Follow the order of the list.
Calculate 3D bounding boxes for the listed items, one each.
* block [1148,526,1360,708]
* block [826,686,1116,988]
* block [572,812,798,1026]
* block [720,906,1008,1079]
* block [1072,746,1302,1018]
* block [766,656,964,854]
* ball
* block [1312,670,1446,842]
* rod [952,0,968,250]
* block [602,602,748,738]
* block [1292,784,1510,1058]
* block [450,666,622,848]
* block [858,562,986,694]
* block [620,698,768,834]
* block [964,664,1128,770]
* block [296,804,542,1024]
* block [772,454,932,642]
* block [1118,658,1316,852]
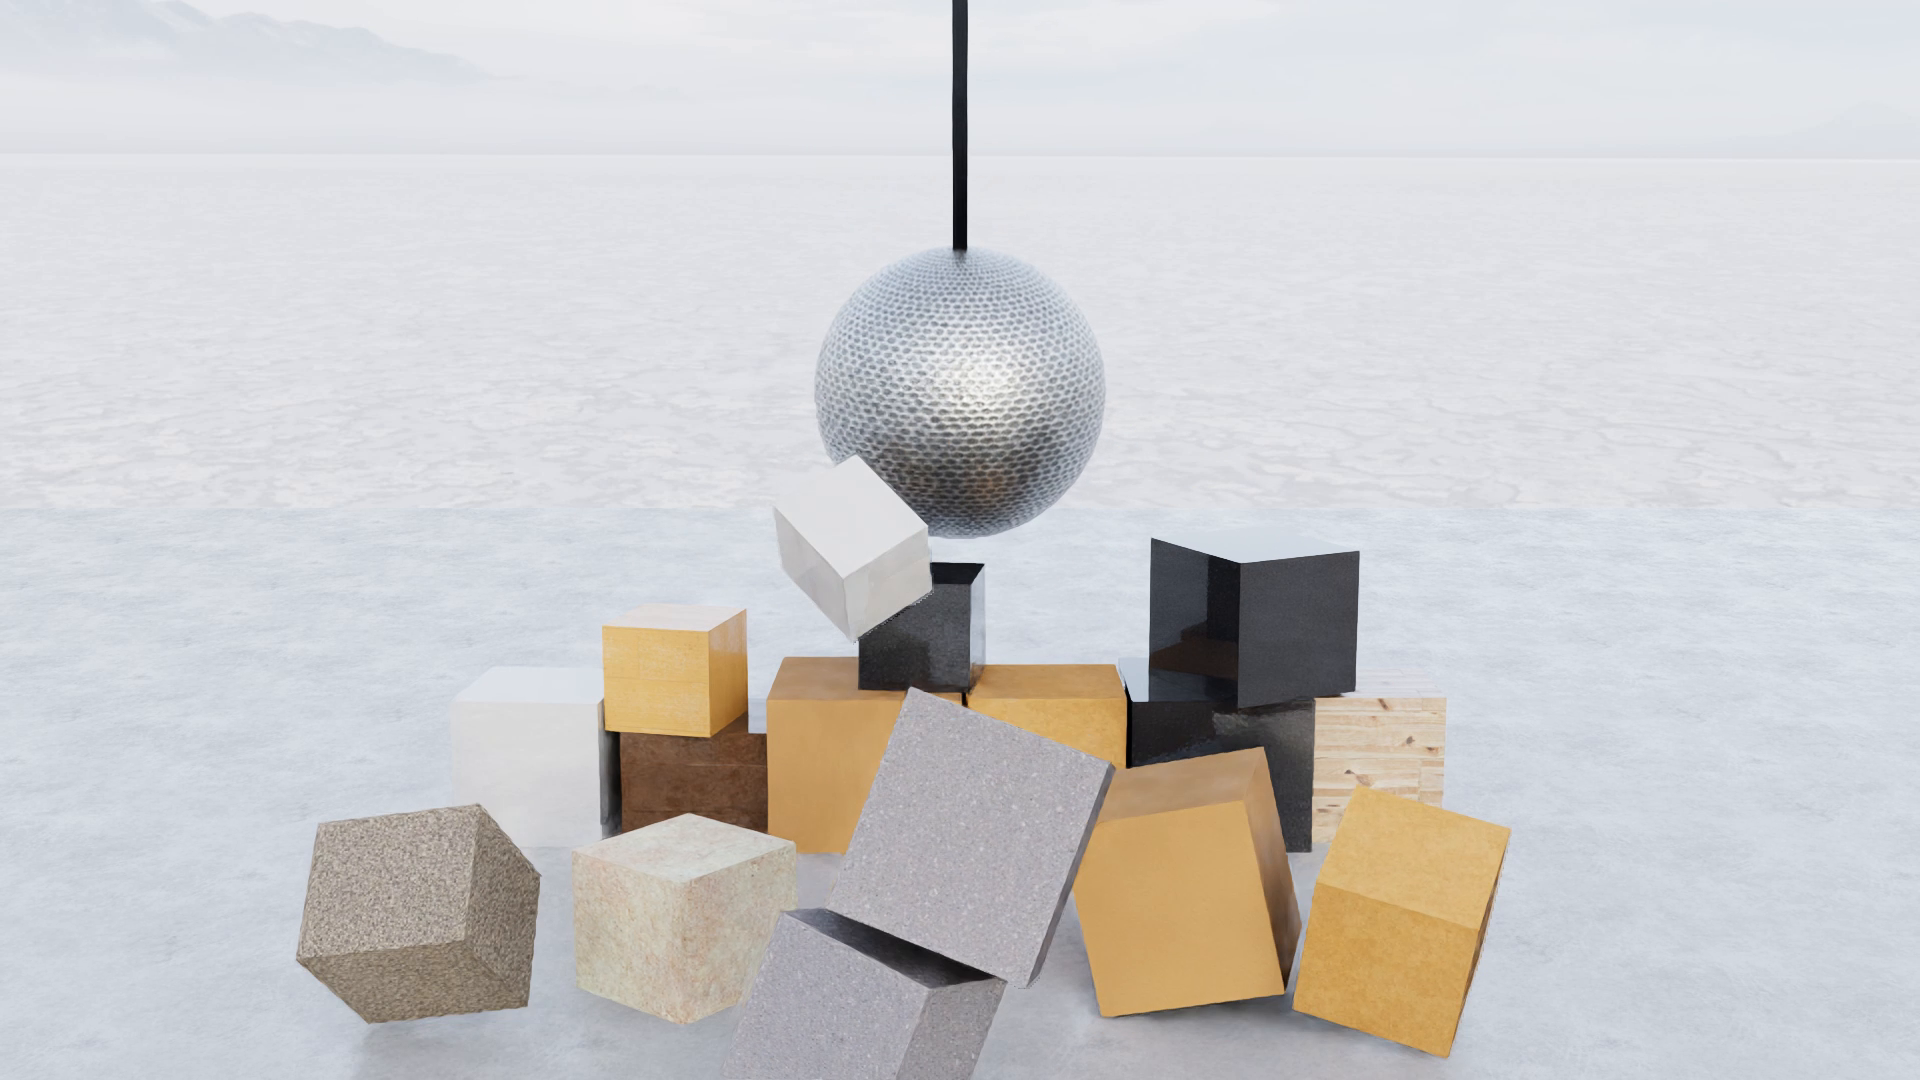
[{"bbox_3d":[1.483,0.373,11.165,0.719,0.721,0.795,-5,12,-28],"label":"block"},{"bbox_3d":[0.059,1.034,7.704,0.720,0.794,0.724,20,-5,8],"label":"block"},{"bbox_3d":[-1.149,1.574,9.227,0.650,0.601,0.667,8,13,39],"label":"block"},{"bbox_3d":[-0.325,1.696,7.718,0.618,0.607,0.662,22,4,26],"label":"block"},{"bbox_3d":[0.935,1.408,9.146,0.755,0.806,0.792,-11,7,15],"label":"block"},{"bbox_3d":[-0.466,1.094,11.348,0.962,0.787,0.926,0,10,1],"label":"block"},{"bbox_3d":[0.000,-0.805,12.021,1.600,1.600,1.600,0,10,0],"label":"ball"},{"bbox_3d":[2.100,1.106,11.376,0.676,0.753,0.607,0,10,0],"label":"block"},{"bbox_3d":[0.000,-4.008,10.879,0.080,5.200,0.080,0,20,0],"label":"rod"},{"bbox_3d":[-1.443,0.654,11.208,0.560,0.540,0.569,3,11,14],"label":"block"},{"bbox_3d":[1.739,1.492,8.665,0.622,0.659,0.653,15,34,17],"label":"block"},{"bbox_3d":[-2.144,1.110,11.380,0.749,0.745,0.739,1,10,5],"label":"block"},{"bbox_3d":[-0.188,0.436,11.221,0.567,0.553,0.572,1,10,8],"label":"block"},{"bbox_3d":[-1.326,1.188,11.404,0.738,0.581,0.698,0,10,2],"label":"block"},{"bbox_3d":[0.426,1.104,11.325,0.794,0.776,0.736,0,10,-1],"label":"block"},{"bbox_3d":[-2.117,1.481,8.676,0.676,0.574,0.649,-8,-35,9],"label":"block"},{"bbox_3d":[-0.497,0.037,10.244,0.474,0.491,0.551,-32,57,-21],"label":"block"},{"bbox_3d":[1.301,1.094,11.382,0.907,0.775,0.933,0,10,0],"label":"block"}]
